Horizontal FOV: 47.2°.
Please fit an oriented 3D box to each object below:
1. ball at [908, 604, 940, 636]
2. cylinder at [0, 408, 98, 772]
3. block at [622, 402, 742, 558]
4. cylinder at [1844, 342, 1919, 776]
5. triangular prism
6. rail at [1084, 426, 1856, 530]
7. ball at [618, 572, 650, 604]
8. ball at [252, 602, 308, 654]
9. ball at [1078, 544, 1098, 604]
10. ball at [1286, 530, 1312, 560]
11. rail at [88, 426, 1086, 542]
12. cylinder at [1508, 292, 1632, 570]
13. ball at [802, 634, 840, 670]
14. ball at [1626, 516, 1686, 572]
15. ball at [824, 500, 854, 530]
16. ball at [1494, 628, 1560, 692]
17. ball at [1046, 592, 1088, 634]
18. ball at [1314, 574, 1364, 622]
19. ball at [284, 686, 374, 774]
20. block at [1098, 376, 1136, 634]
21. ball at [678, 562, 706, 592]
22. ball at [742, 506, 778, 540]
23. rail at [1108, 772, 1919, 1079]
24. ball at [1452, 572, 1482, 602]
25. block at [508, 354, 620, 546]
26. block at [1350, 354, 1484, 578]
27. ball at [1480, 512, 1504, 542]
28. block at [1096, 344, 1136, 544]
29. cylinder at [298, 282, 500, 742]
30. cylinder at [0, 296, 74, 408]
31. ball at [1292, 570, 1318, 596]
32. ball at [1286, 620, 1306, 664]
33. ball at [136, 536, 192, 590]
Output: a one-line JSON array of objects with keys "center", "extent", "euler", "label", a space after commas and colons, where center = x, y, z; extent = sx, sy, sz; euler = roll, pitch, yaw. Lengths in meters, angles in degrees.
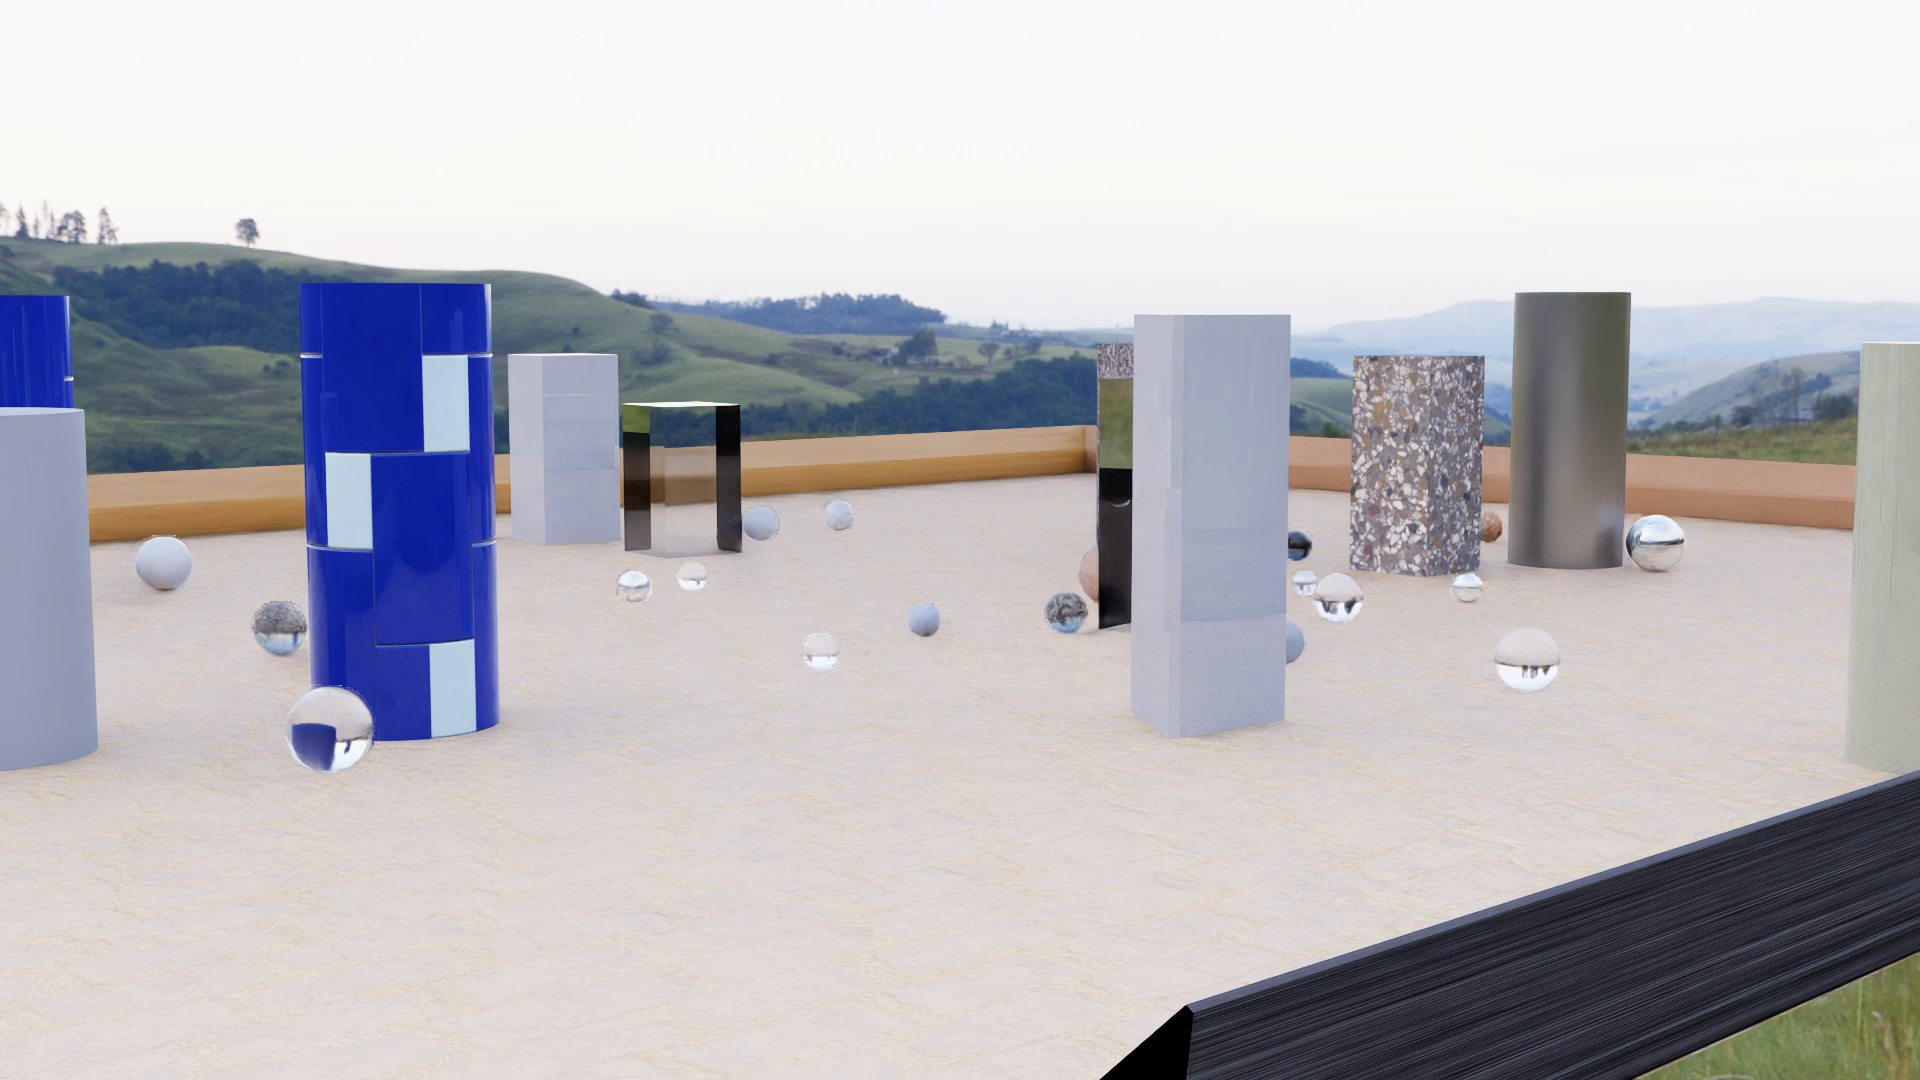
[{"center": [-0.049, 0.110, 3.011], "extent": [0.045, 0.045, 0.045], "euler": [0, 6, 0], "label": "ball"}, {"center": [-0.975, 0.044, 2.200], "extent": [0.198, 0.344, 0.198], "euler": [0, 6, 0], "label": "cylinder"}, {"center": [-0.512, -0.113, 4.050], "extent": [0.158, 0.273, 0.158], "euler": [-4, 7, -36], "label": "block"}, {"center": [0.981, 0.014, 2.154], "extent": [0.198, 0.413, 0.198], "euler": [0, 6, 0], "label": "cylinder"}, {"center": [0.241, -0.023, 2.382], "extent": [0.171, 0.440, 0.148], "euler": [-5, 8, -40], "label": "triangular prism"}, {"center": [1.541, -0.114, 4.746], "extent": [0.045, 0.128, 3.581], "euler": [-5, 8, -42], "label": "rail"}, {"center": [-0.498, 0.072, 3.357], "extent": [0.049, 0.049, 0.049], "euler": [0, 6, 0], "label": "ball"}, {"center": [-0.882, 0.115, 2.853], "extent": [0.068, 0.068, 0.068], "euler": [0, 6, 0], "label": "ball"}, {"center": [0.228, 0.051, 3.316], "extent": [0.099, 0.099, 0.099], "euler": [0, 6, 0], "label": "ball"}, {"center": [0.600, 0.010, 3.922], "extent": [0.055, 0.055, 0.055], "euler": [0, 6, 0], "label": "ball"}, {"center": [-1.198, -0.101, 4.623], "extent": [4.242, 0.128, 0.045], "euler": [-5, 8, -42], "label": "rail"}, {"center": [1.071, -0.196, 3.868], "extent": [0.198, 0.476, 0.198], "euler": [0, 6, 0], "label": "cylinder"}, {"center": [-0.172, 0.139, 2.726], "extent": [0.046, 0.046, 0.046], "euler": [0, 6, 0], "label": "ball"}, {"center": [1.188, 0.006, 3.757], "extent": [0.097, 0.097, 0.097], "euler": [0, 6, 0], "label": "ball"}, {"center": [-0.244, -0.050, 4.462], "extent": [0.061, 0.061, 0.061], "euler": [0, 6, 0], "label": "ball"}, {"center": [0.665, 0.140, 2.577], "extent": [0.075, 0.075, 0.075], "euler": [0, 6, 0], "label": "ball"}, {"center": [0.148, 0.100, 3.044], "extent": [0.058, 0.058, 0.058], "euler": [0, 6, 0], "label": "ball"}, {"center": [0.541, 0.083, 3.143], "extent": [0.071, 0.071, 0.071], "euler": [0, 6, 0], "label": "ball"}, {"center": [-0.609, 0.183, 2.124], "extent": [0.083, 0.083, 0.083], "euler": [0, 6, 0], "label": "ball"}, {"center": [0.304, -0.051, 3.075], "extent": [0.158, 0.351, 0.158], "euler": [4, 7, 36], "label": "block"}, {"center": [-0.426, 0.059, 3.496], "extent": [0.046, 0.046, 0.046], "euler": [0, 6, 0], "label": "ball"}, {"center": [-0.366, -0.030, 4.028], "extent": [0.064, 0.064, 0.064], "euler": [0, 6, 0], "label": "ball"}, {"center": [1.198, 0.168, 2.040], "extent": [4.242, 0.128, 0.045], "euler": [-5, 8, -42], "label": "rail"}, {"center": [0.776, 0.073, 3.362], "extent": [0.046, 0.046, 0.046], "euler": [0, 6, 0], "label": "ball"}, {"center": [-0.770, -0.180, 4.278], "extent": [0.158, 0.359, 0.158], "euler": [-4, 7, -35], "label": "block"}, {"center": [0.784, -0.132, 3.773], "extent": [0.158, 0.368, 0.158], "euler": [-6, 8, -43], "label": "block"}, {"center": [1.017, -0.025, 4.237], "extent": [0.058, 0.058, 0.058], "euler": [0, 6, 0], "label": "ball"}, {"center": [0.350, -0.151, 3.866], "extent": [0.158, 0.386, 0.158], "euler": [-3, 7, -30], "label": "block"}, {"center": [-0.598, -0.036, 2.355], "extent": [0.198, 0.472, 0.198], "euler": [0, 6, 0], "label": "cylinder"}, {"center": [-1.512, -0.153, 3.496], "extent": [0.198, 0.467, 0.198], "euler": [0, 6, 0], "label": "cylinder"}, {"center": [0.539, 0.068, 3.434], "extent": [0.041, 0.041, 0.041], "euler": [0, 6, 0], "label": "ball"}, {"center": [0.407, 0.129, 2.773], "extent": [0.056, 0.056, 0.056], "euler": [0, 6, 0], "label": "ball"}, {"center": [-1.273, 0.037, 3.517], "extent": [0.086, 0.086, 0.086], "euler": [0, 6, 0], "label": "ball"}]
